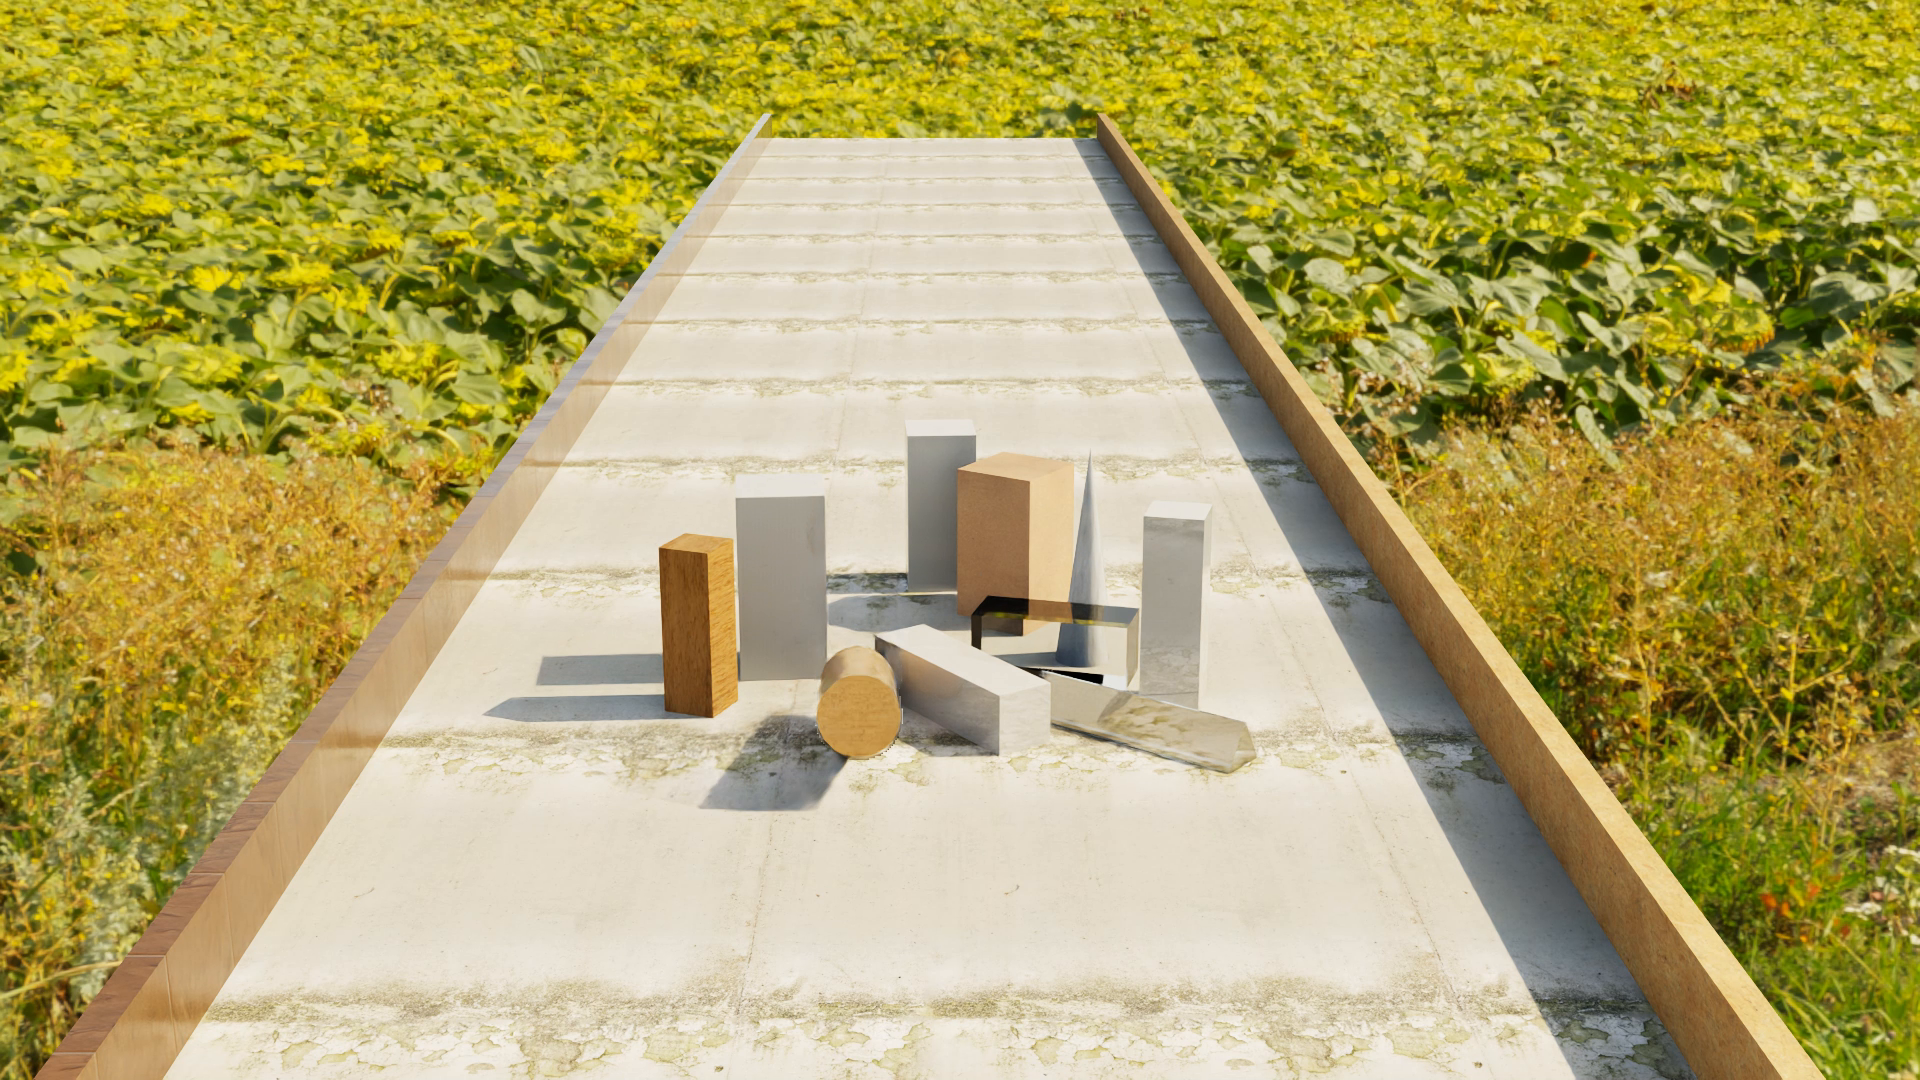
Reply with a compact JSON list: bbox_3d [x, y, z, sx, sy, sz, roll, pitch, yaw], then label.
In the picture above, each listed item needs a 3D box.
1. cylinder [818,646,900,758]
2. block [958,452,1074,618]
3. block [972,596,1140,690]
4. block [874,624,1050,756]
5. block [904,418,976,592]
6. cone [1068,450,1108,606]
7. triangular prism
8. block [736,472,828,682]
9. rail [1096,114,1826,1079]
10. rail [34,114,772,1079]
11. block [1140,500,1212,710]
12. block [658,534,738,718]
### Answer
[{"bbox_3d":[-0.180,0.280,3.879,0.139,0.139,0.426,-1,4,-3],"label":"cylinder"},{"bbox_3d":[0.118,-0.002,4.671,0.179,0.321,0.179,11,20,32],"label":"block"},{"bbox_3d":[0.188,0.201,4.327,0.309,0.127,0.127,4,17,15],"label":"block"},{"bbox_3d":[0.000,0.275,4.103,0.114,0.114,0.405,-11,20,-34],"label":"block"},{"bbox_3d":[-0.044,-0.076,4.861,0.149,0.355,0.149,-1,17,-4],"label":"block"},{"bbox_3d":[0.258,0.021,4.406,0.107,0.428,0.107,0,17,0],"label":"cone"},{"bbox_3d":[0.327,0.320,4.001,0.440,0.080,0.093,12,20,36],"label":"triangular prism"},{"bbox_3d":[-0.352,0.071,4.334,0.171,0.372,0.171,-2,17,-5],"label":"block"},{"bbox_3d":[0.932,-0.844,7.801,0.050,0.150,12.000,0,17,-1],"label":"rail"},{"bbox_3d":[-1.118,-0.838,7.780,0.050,0.150,12.000,0,17,-1],"label":"rail"},{"bbox_3d":[0.405,0.127,4.130,0.112,0.381,0.112,4,17,13],"label":"block"},{"bbox_3d":[-0.489,0.160,4.125,0.102,0.322,0.102,7,18,21],"label":"block"}]
